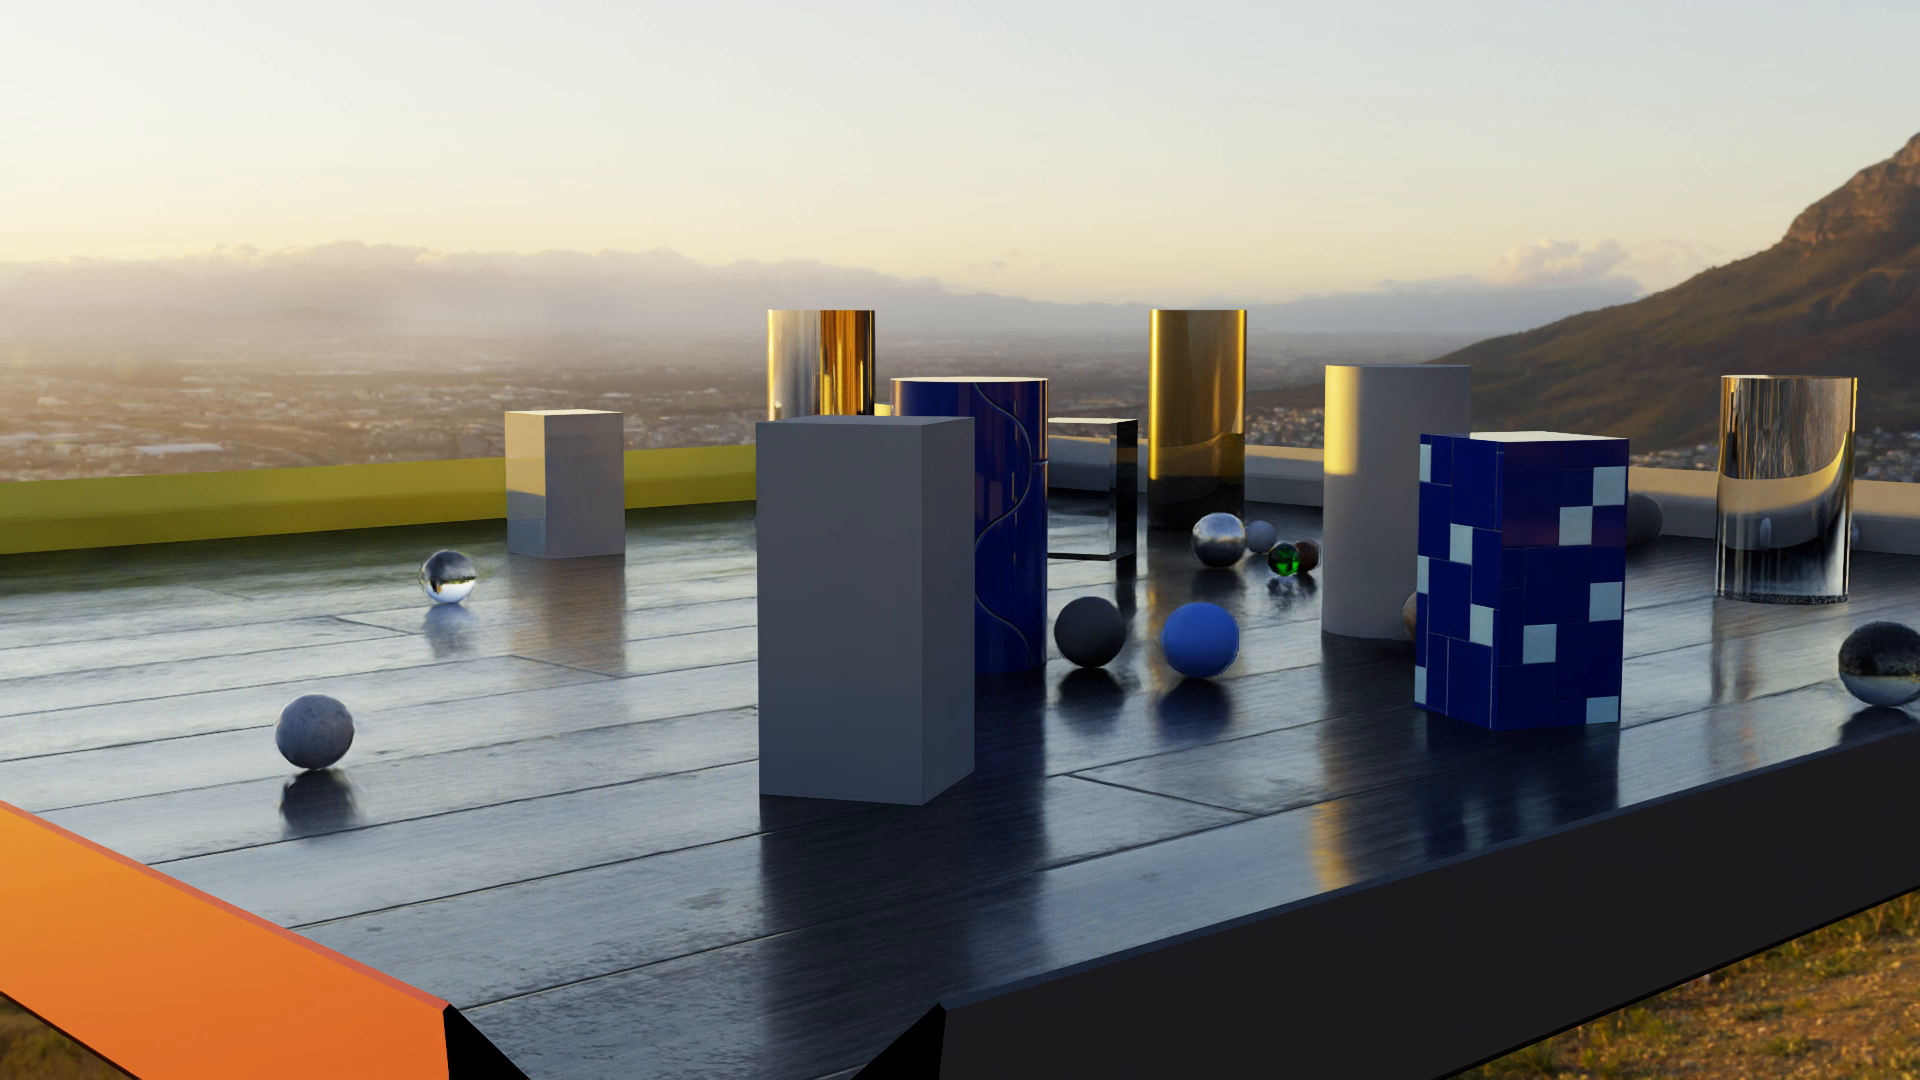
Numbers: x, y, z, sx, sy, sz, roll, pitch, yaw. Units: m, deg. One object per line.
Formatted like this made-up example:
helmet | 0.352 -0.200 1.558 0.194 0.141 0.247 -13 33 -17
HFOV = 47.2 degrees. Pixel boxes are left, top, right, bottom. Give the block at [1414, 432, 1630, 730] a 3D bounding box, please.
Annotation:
block | 0.617 0.039 2.425 0.159 0.308 0.159 -2 6 -21

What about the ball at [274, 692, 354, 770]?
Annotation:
ball | -0.629 0.186 2.140 0.075 0.075 0.075 0 6 0

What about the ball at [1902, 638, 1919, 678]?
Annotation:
ball | 1.174 0.143 2.678 0.050 0.050 0.050 0 6 0

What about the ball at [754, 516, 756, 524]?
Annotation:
ball | -0.393 -0.039 4.445 0.046 0.046 0.046 0 6 0

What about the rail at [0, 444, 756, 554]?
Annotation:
rail | -1.146 -0.095 4.567 3.517 0.129 0.045 -5 8 -42

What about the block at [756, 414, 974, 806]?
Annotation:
block | -0.086 0.059 2.068 0.159 0.343 0.159 2 6 18

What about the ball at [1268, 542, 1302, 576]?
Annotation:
ball | 0.548 0.032 3.711 0.056 0.056 0.056 0 6 0

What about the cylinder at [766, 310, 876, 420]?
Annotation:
cylinder | -0.253 -0.197 4.025 0.199 0.446 0.199 0 6 0

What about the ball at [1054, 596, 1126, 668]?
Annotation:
ball | 0.163 0.115 2.754 0.090 0.090 0.090 0 6 0

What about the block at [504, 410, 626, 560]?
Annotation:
block | -0.728 -0.106 4.053 0.159 0.260 0.159 -5 7 -37

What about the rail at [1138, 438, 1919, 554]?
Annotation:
rail | 1.275 -0.088 4.502 0.045 0.129 3.428 -5 8 -42

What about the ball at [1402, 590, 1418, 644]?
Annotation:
ball | 0.625 0.102 2.896 0.085 0.085 0.085 0 6 0

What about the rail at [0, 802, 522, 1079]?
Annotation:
rail | -1.275 0.156 2.162 0.045 0.129 3.428 -5 8 -42

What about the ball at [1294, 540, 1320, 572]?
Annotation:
ball | 0.585 0.028 3.752 0.056 0.056 0.056 0 6 0

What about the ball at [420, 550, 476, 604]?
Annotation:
ball | -0.781 0.056 3.356 0.082 0.082 0.082 0 6 0

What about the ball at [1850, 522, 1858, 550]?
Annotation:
ball | 1.626 -0.009 4.064 0.065 0.065 0.065 0 6 0

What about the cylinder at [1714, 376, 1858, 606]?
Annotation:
cylinder | 1.282 -0.082 3.420 0.199 0.343 0.199 0 6 0

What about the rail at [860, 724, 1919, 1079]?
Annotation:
rail | 1.146 0.162 2.096 3.517 0.129 0.045 -5 8 -42

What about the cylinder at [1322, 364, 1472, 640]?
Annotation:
cylinder | 0.608 -0.058 3.068 0.199 0.369 0.199 0 6 0

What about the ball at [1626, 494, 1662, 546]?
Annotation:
ball | 1.289 -0.038 4.190 0.096 0.096 0.096 0 6 0

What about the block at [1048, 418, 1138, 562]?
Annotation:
block | 0.223 -0.095 4.014 0.159 0.246 0.159 2 6 23

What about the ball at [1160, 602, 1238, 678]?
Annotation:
ball | 0.291 0.121 2.676 0.093 0.093 0.093 0 6 0

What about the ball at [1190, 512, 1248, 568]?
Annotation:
ball | 0.449 0.000 3.818 0.097 0.097 0.097 0 6 0

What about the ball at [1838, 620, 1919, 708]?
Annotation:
ball | 1.041 0.139 2.475 0.099 0.099 0.099 0 6 0

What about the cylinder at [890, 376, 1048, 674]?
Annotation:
cylinder | 0.012 -0.024 2.787 0.199 0.359 0.199 0 6 0

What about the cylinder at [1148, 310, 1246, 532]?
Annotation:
cylinder | 0.485 -0.247 4.504 0.199 0.447 0.199 0 6 0

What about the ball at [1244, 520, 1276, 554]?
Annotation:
ball | 0.551 -0.005 4.043 0.062 0.062 0.062 0 6 0

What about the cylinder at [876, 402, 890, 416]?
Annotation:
cylinder | -0.025 -0.046 3.234 0.199 0.310 0.199 0 6 0
